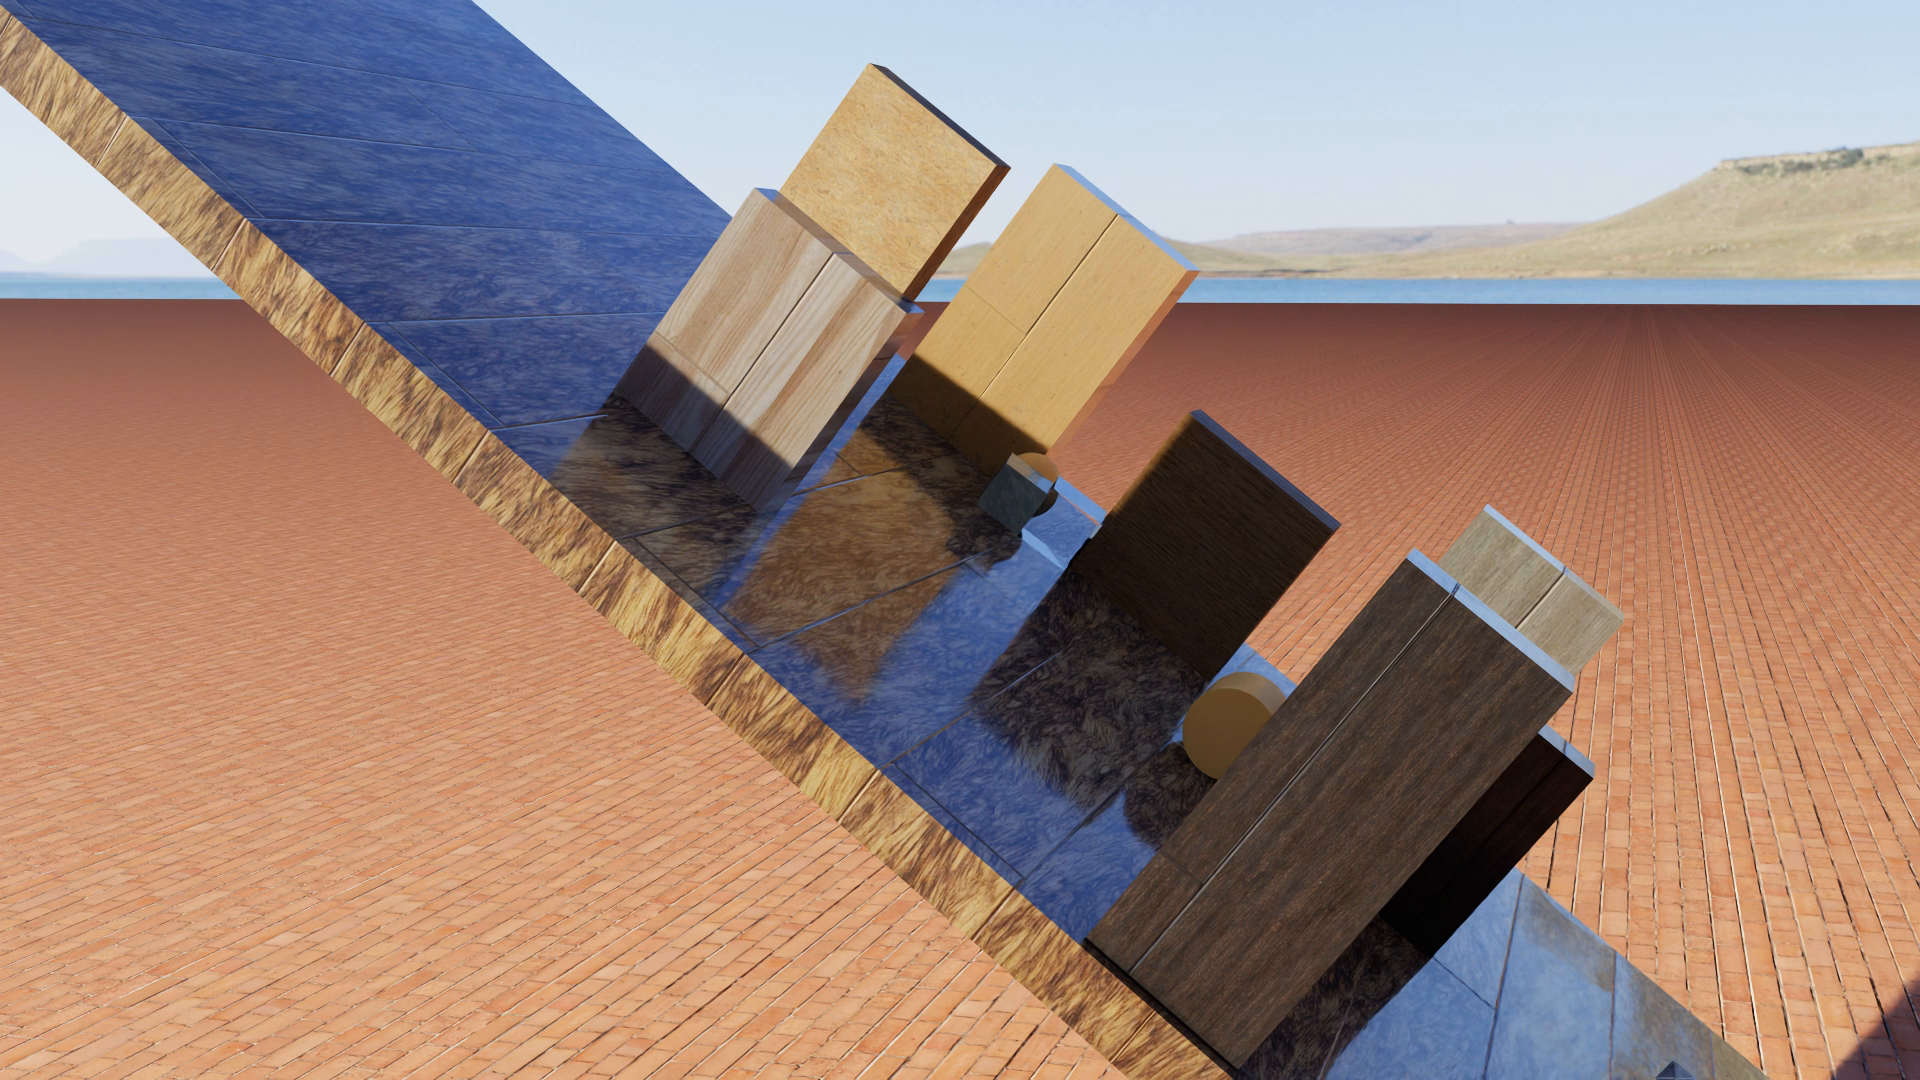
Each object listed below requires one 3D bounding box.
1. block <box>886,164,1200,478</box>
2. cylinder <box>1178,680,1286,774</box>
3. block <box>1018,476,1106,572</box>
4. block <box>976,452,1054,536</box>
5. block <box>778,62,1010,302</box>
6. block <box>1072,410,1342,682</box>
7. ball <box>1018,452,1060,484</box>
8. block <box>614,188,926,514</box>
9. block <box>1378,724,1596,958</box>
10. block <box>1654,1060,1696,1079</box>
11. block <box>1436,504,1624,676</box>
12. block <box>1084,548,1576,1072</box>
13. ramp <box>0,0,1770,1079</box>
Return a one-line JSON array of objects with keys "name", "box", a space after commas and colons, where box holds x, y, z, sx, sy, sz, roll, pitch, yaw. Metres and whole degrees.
[{"name": "block", "box": [0.176, -0.448, 4.709, 0.363, 0.606, 0.146, 40, 16, 9]}, {"name": "cylinder", "box": [0.507, 0.340, 4.017, 0.171, 0.171, 0.171, 3, -2, 24]}, {"name": "block", "box": [0.210, -0.034, 4.510, 0.124, 0.124, 0.124, 37, 16, -2]}, {"name": "block", "box": [0.112, -0.095, 4.500, 0.107, 0.107, 0.107, 37, 16, -2]}, {"name": "block", "box": [-0.213, -0.571, 4.226, 0.316, 0.602, 0.104, 40, 16, 9]}, {"name": "block", "box": [0.501, 0.009, 4.505, 0.374, 0.401, 0.127, 40, 16, 9]}, {"name": "ball", "box": [0.150, -0.121, 4.616, 0.127, 0.127, 0.127, 0, 7, 0]}, {"name": "block", "box": [-0.316, -0.311, 3.620, 0.328, 0.415, 0.096, 40, 16, 9]}, {"name": "block", "box": [0.814, 0.431, 3.932, 0.438, 0.437, 0.118, 40, 16, 9]}, {"name": "block", "box": [1.205, 1.007, 3.669, 0.161, 0.161, 0.161, 39, 16, 6]}, {"name": "block", "box": [0.729, 0.309, 3.576, 0.275, 0.719, 0.094, 40, 16, 9]}, {"name": "block", "box": [0.491, 0.365, 2.960, 0.270, 0.690, 0.114, 40, 16, 9]}, {"name": "ramp", "box": [-0.033, 0.088, 4.055, 4.000, 0.100, 2.000, 40, 16, 9]}]
